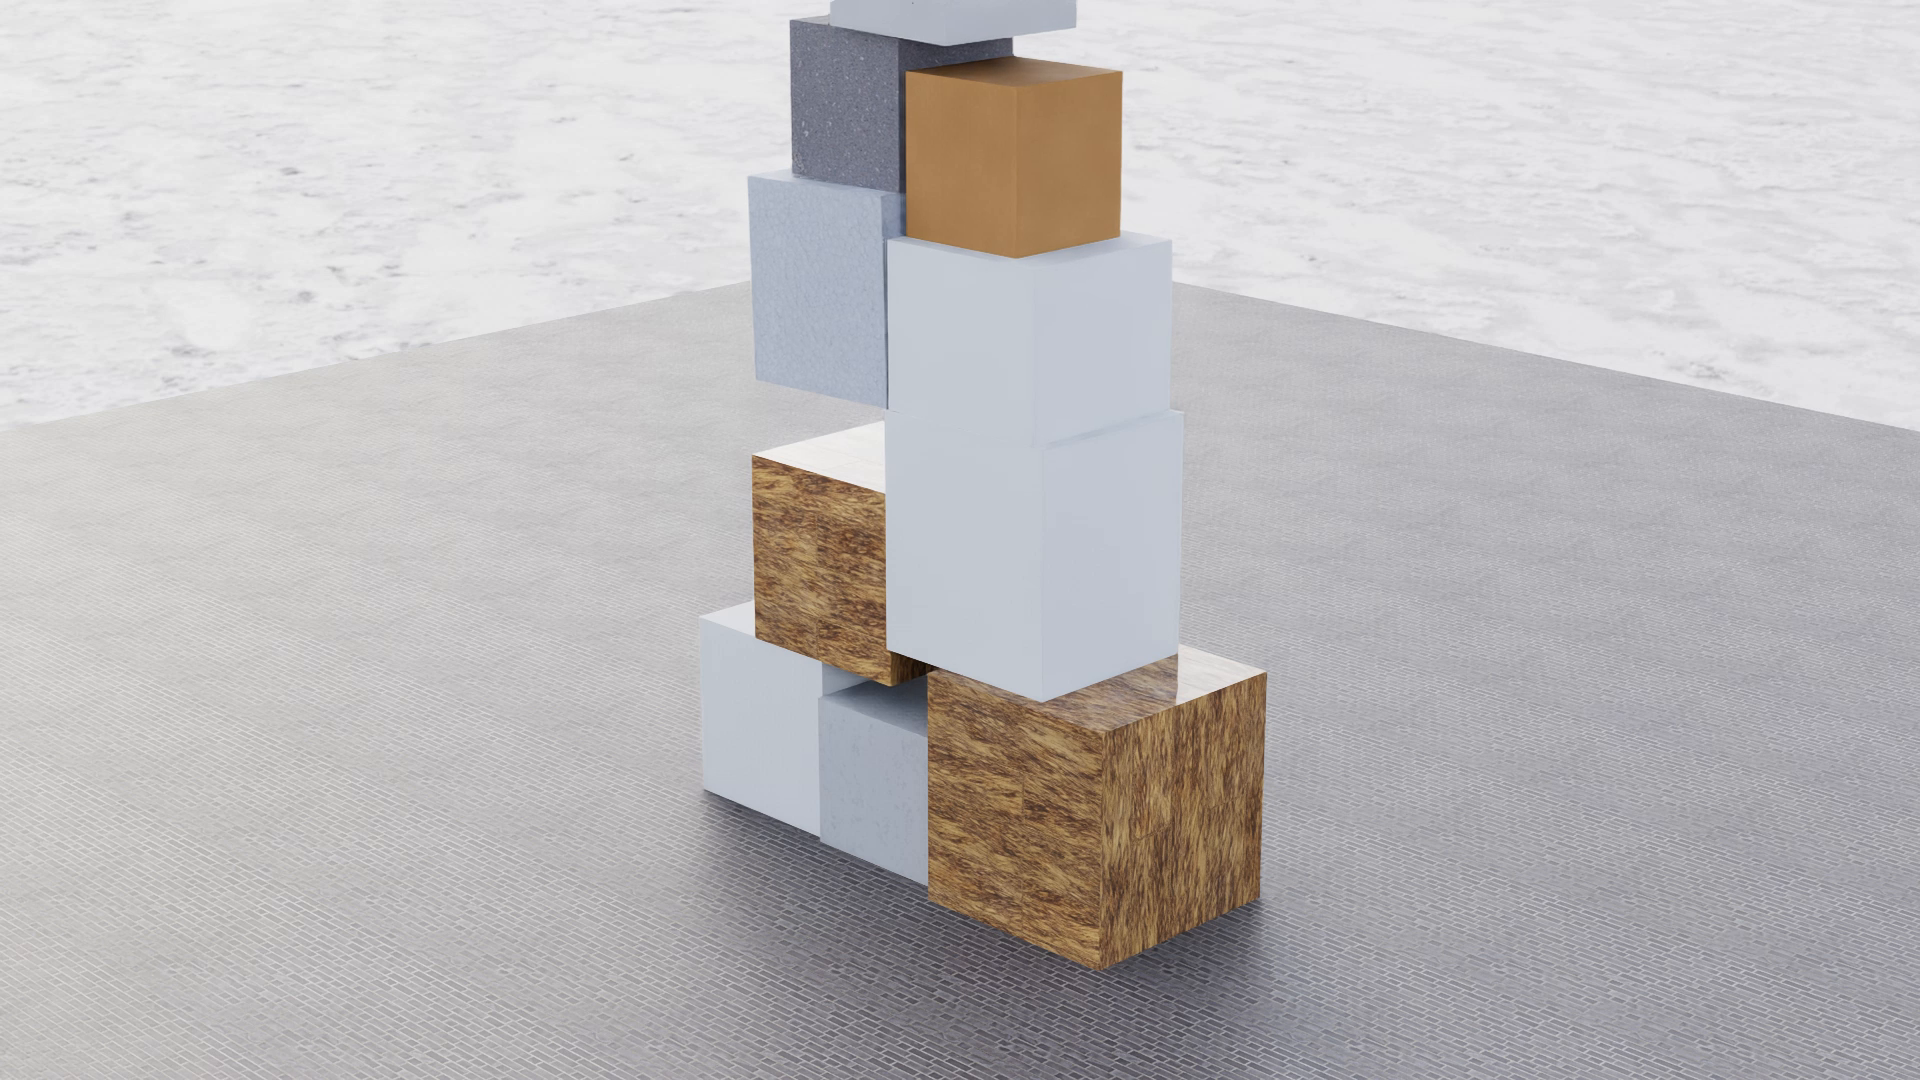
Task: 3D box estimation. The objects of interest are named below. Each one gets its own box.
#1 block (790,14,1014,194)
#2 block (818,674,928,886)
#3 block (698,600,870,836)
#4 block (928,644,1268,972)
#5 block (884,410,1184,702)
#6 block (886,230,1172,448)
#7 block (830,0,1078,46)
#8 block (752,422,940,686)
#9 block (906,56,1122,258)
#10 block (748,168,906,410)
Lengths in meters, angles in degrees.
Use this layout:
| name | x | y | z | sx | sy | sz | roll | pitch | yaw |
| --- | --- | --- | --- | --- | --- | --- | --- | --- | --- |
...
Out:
| name | x | y | z | sx | sy | sz | roll | pitch | yaw |
| --- | --- | --- | --- | --- | --- | --- | --- | --- | --- |
| block | -0.258 | -1.964 | 12.993 | 0.702 | 0.681 | 0.690 | -17 | 24 | -42 |
| block | -0.065 | 1.072 | 13.727 | 0.861 | 0.724 | 0.819 | -17 | 24 | -42 |
| block | -0.652 | 0.801 | 14.301 | 0.848 | 0.896 | 0.881 | -17 | 24 | -42 |
| block | 0.604 | 1.098 | 13.045 | 1.074 | 1.084 | 1.037 | -17 | 24 | -42 |
| block | 0.323 | -0.033 | 12.976 | 0.884 | 1.113 | 0.962 | -17 | 24 | -42 |
| block | 0.301 | -0.931 | 12.718 | 0.865 | 0.756 | 0.873 | -17 | 24 | -42 |
| block | -0.021 | -2.565 | 12.543 | 0.798 | 0.734 | 0.709 | -17 | 26 | -42 |
| block | -0.345 | 0.043 | 13.712 | 0.835 | 0.904 | 0.929 | -17 | 24 | -42 |
| block | 0.231 | -1.651 | 12.555 | 0.648 | 0.714 | 0.658 | -17 | 24 | -42 |
| block | -0.331 | -1.197 | 13.297 | 0.870 | 0.942 | 0.871 | -17 | 22 | -42 |
